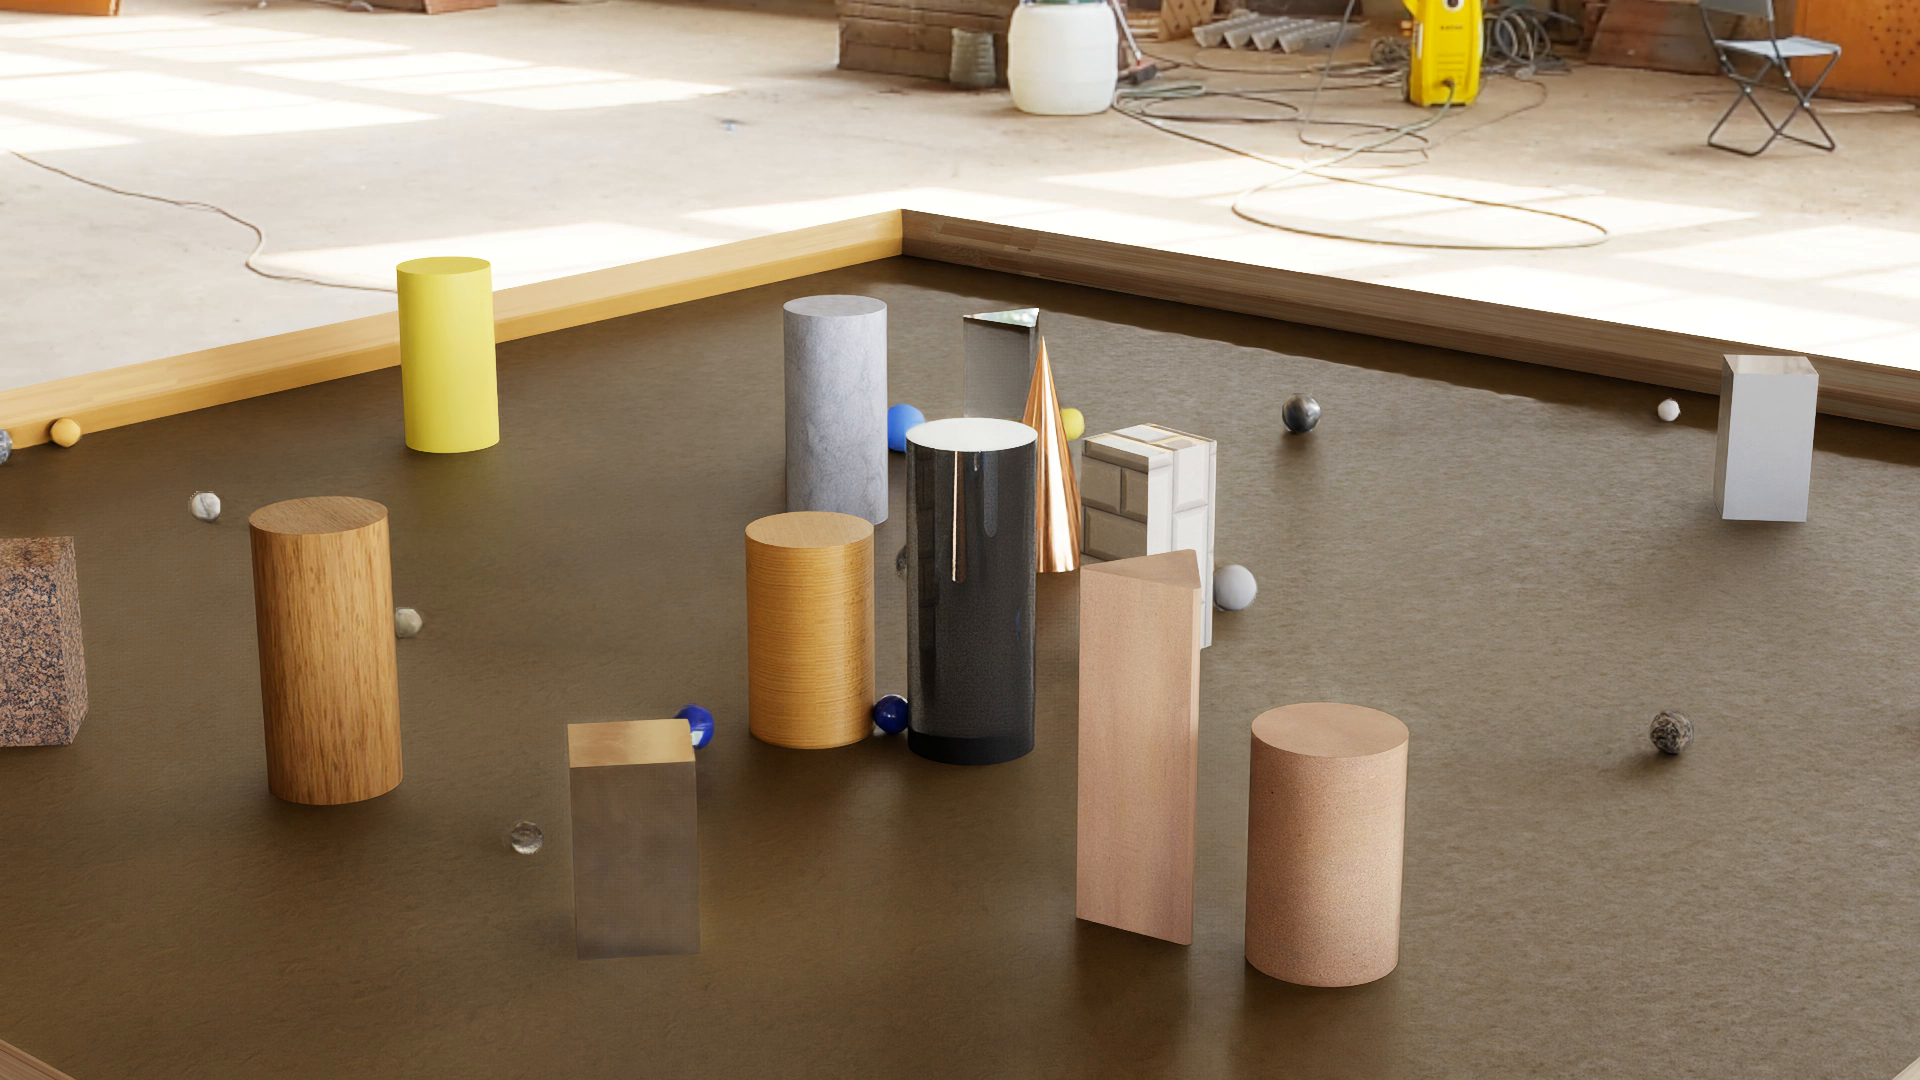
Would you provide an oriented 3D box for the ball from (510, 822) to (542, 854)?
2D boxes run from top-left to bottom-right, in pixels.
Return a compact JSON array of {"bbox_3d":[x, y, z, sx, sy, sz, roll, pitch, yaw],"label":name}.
[{"bbox_3d":[-0.594,0.408,4.019,0.044,0.044,0.044,0,17,0],"label":"ball"}]

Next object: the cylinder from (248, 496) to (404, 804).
[{"bbox_3d":[-0.912,0.158,4.226,0.193,0.403,0.193,0,17,0],"label":"cylinder"}]

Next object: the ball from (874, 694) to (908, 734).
[{"bbox_3d":[-0.102,0.265,4.463,0.060,0.060,0.060,0,17,0],"label":"ball"}]

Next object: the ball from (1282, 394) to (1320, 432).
[{"bbox_3d":[0.720,-0.267,6.191,0.081,0.081,0.081,0,17,0],"label":"ball"}]

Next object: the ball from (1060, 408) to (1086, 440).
[{"bbox_3d":[0.227,-0.241,6.127,0.068,0.068,0.068,0,17,0],"label":"ball"}]

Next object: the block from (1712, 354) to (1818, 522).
[{"bbox_3d":[1.537,-0.196,5.602,0.155,0.285,0.155,2,17,7],"label":"block"}]

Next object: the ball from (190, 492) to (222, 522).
[{"bbox_3d":[-1.429,-0.063,5.558,0.056,0.056,0.056,0,17,0],"label":"ball"}]

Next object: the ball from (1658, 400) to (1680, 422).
[{"bbox_3d":[1.518,-0.277,6.285,0.046,0.046,0.046,0,17,0],"label":"ball"}]

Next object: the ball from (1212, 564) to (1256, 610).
[{"bbox_3d":[0.468,0.081,5.038,0.079,0.079,0.079,0,17,0],"label":"ball"}]

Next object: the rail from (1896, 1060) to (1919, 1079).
[{"bbox_3d":[1.578,0.427,3.808,0.045,0.126,4.379,14,22,39],"label":"rail"}]

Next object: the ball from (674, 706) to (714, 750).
[{"bbox_3d":[-0.401,0.282,4.395,0.067,0.067,0.067,0,17,0],"label":"ball"}]

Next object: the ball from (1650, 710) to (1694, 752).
[{"bbox_3d":[1.064,0.287,4.386,0.063,0.063,0.063,0,17,0],"label":"ball"}]

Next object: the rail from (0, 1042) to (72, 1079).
[{"bbox_3d":[-1.420,0.504,3.554,4.228,0.126,0.045,14,22,39],"label":"rail"}]

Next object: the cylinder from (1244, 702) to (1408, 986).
[{"bbox_3d":[0.457,0.379,3.667,0.193,0.303,0.193,0,17,0],"label":"cylinder"}]

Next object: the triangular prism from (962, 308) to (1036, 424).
[{"bbox_3d":[0.116,-0.312,5.964,0.168,0.298,0.145,11,20,33],"label":"triangular prism"}]

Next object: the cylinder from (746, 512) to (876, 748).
[{"bbox_3d":[-0.226,0.135,4.452,0.193,0.316,0.193,0,17,0],"label":"cylinder"}]

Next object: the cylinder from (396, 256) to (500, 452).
[{"bbox_3d":[-1.061,-0.386,6.079,0.193,0.373,0.193,0,17,0],"label":"cylinder"}]

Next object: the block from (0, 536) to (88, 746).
[{"bbox_3d":[-1.427,0.154,4.449,0.155,0.281,0.155,-2,17,-6],"label":"block"}]

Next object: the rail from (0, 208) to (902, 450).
[{"bbox_3d":[-1.578,-0.364,6.432,0.045,0.126,4.379,14,22,39],"label":"rail"}]

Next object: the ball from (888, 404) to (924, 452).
[{"bbox_3d":[-0.118,-0.231,6.042,0.097,0.097,0.097,0,17,0],"label":"ball"}]

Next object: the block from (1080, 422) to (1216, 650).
[{"bbox_3d":[0.308,0.005,4.821,0.155,0.351,0.155,-14,22,-39],"label":"block"}]

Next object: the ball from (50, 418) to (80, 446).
[{"bbox_3d":[-1.856,-0.223,6.083,0.058,0.058,0.058,0,17,0],"label":"ball"}]

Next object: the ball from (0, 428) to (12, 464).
[{"bbox_3d":[-1.960,-0.190,5.930,0.084,0.084,0.084,0,17,0],"label":"ball"}]

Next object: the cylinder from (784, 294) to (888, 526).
[{"bbox_3d":[-0.234,-0.242,5.540,0.193,0.409,0.193,0,17,0],"label":"cylinder"}]

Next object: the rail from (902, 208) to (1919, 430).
[{"bbox_3d":[1.420,-0.441,6.686,4.228,0.126,0.045,14,22,39],"label":"rail"}]

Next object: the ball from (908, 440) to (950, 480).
[{"bbox_3d":[-0.063,-0.159,5.831,0.082,0.082,0.082,0,17,0],"label":"ball"}]

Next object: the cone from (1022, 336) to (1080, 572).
[{"bbox_3d":[0.148,-0.167,5.286,0.193,0.412,0.193,0,17,0],"label":"cone"}]

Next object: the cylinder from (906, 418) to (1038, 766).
[{"bbox_3d":[0.017,0.076,4.362,0.193,0.481,0.193,0,17,0],"label":"cylinder"}]

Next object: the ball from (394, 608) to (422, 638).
[{"bbox_3d":[-0.925,0.139,4.898,0.050,0.050,0.050,0,17,0],"label":"ball"}]

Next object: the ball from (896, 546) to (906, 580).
[{"bbox_3d":[-0.078,0.041,5.185,0.072,0.072,0.072,0,17,0],"label":"ball"}]

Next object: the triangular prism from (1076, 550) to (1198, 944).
[{"bbox_3d":[0.260,0.257,3.770,0.168,0.476,0.145,10,20,31],"label":"triangular prism"}]

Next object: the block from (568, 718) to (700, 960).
[{"bbox_3d":[-0.416,0.380,3.738,0.155,0.260,0.155,-2,17,-8],"label":"block"}]
